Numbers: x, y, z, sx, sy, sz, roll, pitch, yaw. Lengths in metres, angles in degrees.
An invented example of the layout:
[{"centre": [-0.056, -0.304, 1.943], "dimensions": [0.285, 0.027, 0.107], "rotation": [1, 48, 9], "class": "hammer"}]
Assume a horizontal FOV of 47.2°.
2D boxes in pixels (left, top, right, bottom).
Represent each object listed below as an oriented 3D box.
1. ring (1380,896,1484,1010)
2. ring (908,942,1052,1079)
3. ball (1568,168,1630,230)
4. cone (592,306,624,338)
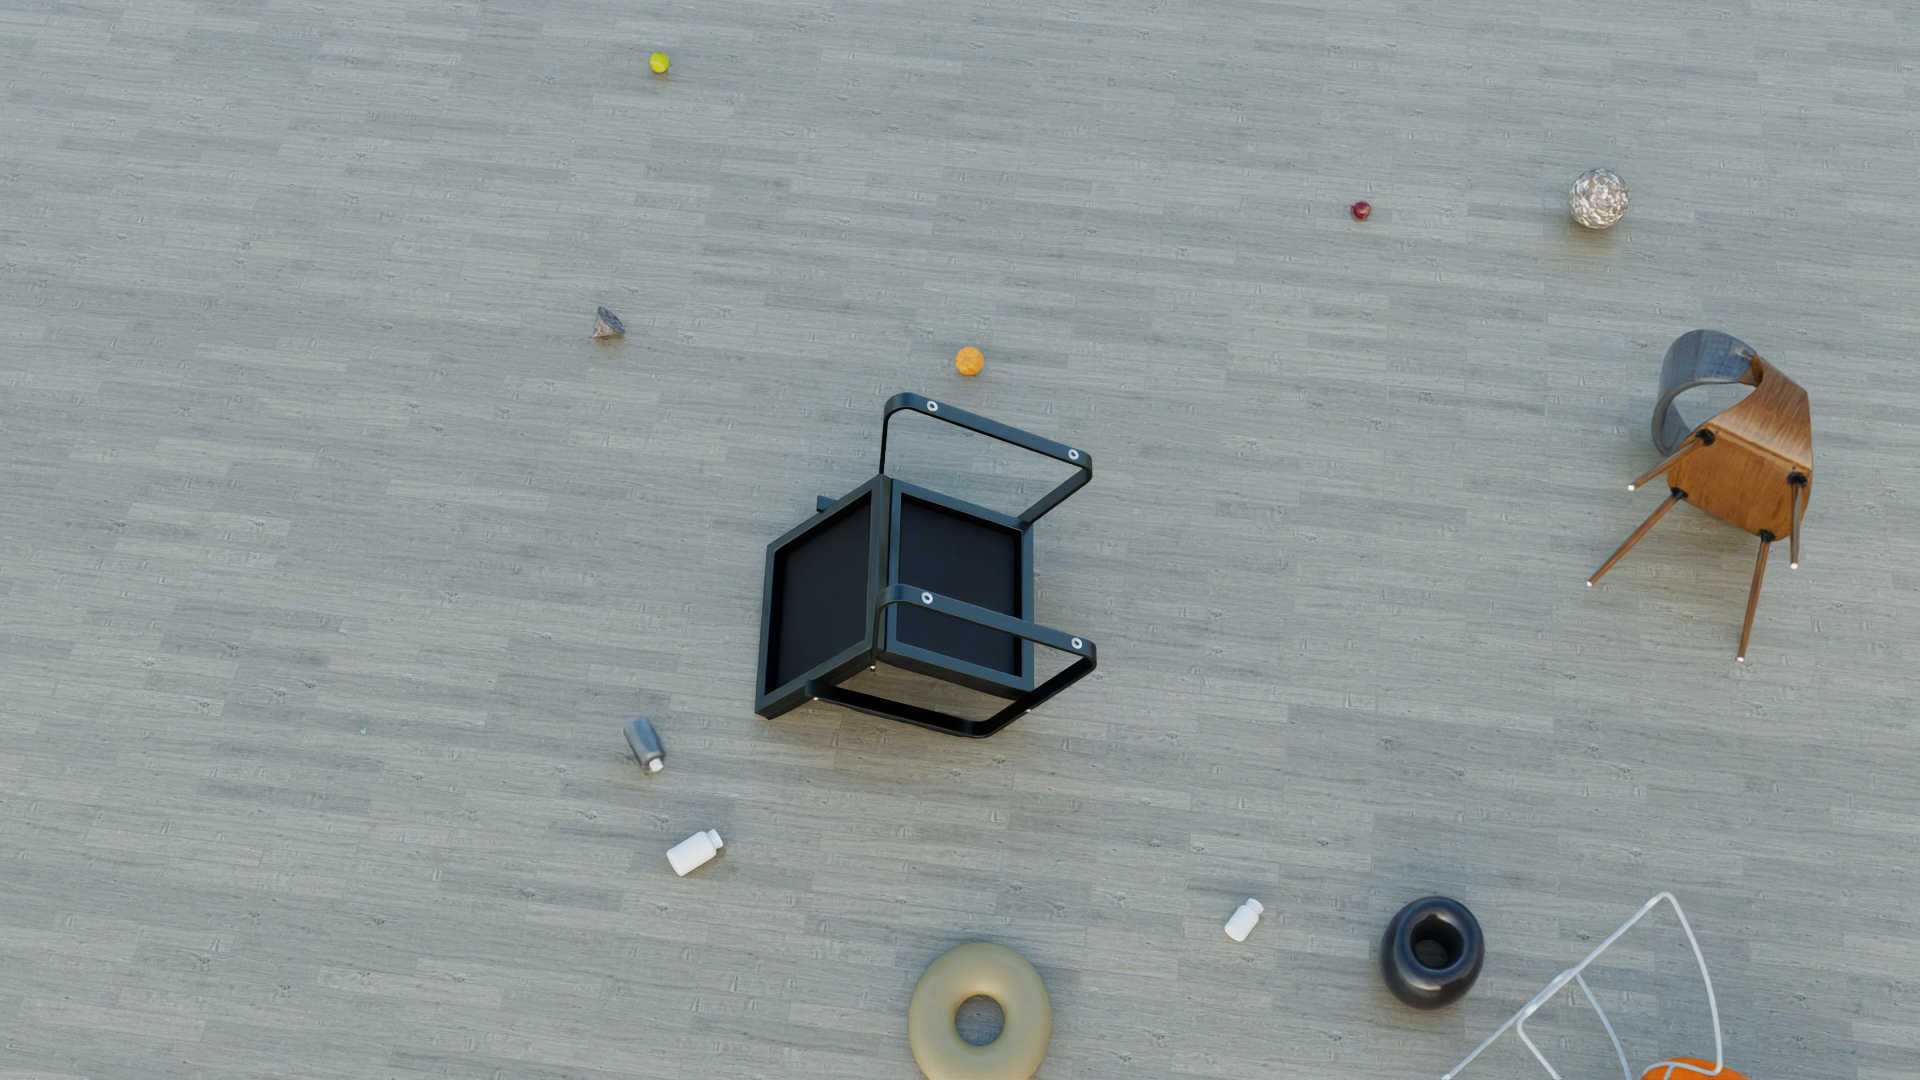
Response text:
[{"centre": [1.234, 1.079, 5.750], "dimensions": [0.265, 0.169, 0.311], "rotation": [26, 58, 15], "class": "ring"}, {"centre": [0.051, 1.241, 5.687], "dimensions": [0.374, 0.092, 0.429], "rotation": [5, 57, 4], "class": "ring"}, {"centre": [2.093, -1.118, 7.206], "dimensions": [0.196, 0.196, 0.196], "rotation": [0, 56, 0], "class": "ball"}, {"centre": [-1.140, -0.671, 6.995], "dimensions": [0.087, 0.121, 0.112], "rotation": [-40, 74, 16], "class": "cone"}]
